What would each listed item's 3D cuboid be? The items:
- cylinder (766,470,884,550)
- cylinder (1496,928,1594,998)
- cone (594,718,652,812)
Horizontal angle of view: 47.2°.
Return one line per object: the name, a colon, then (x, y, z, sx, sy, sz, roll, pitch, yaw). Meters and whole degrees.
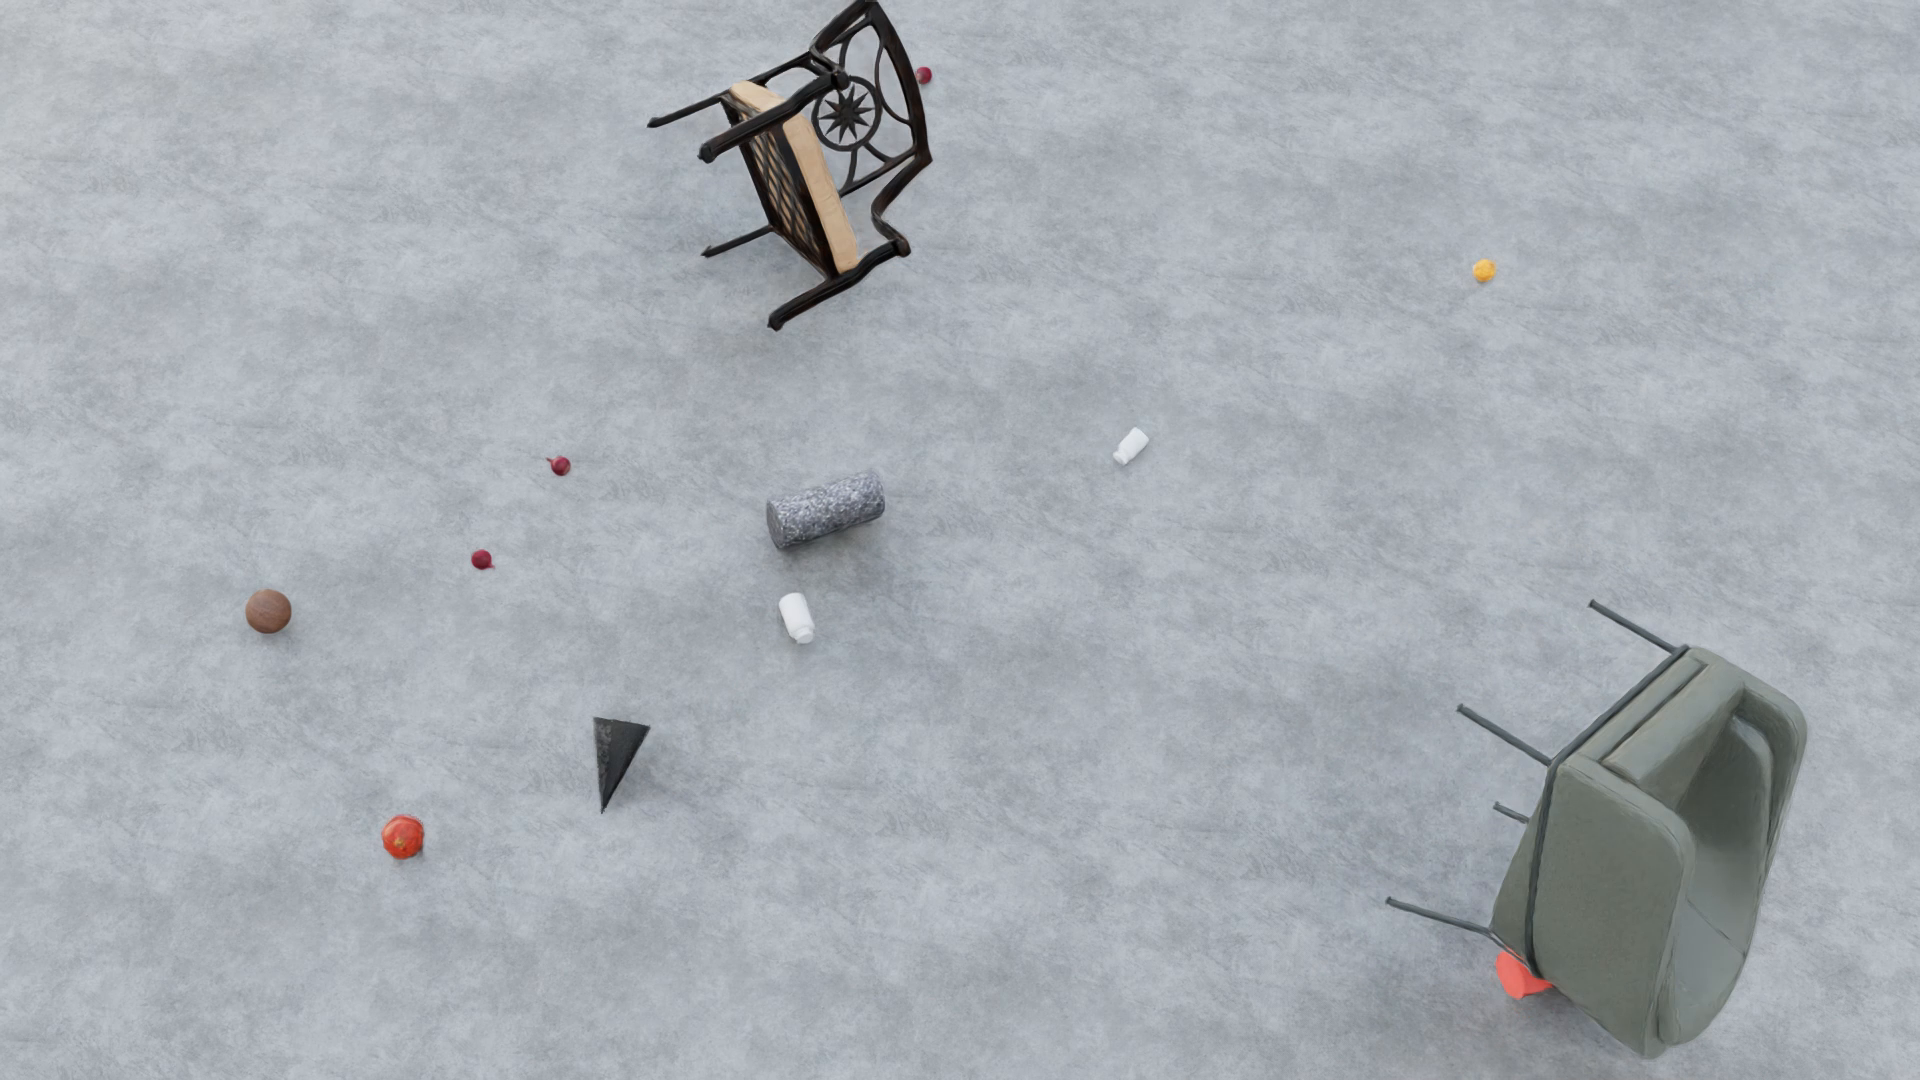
cylinder: (-0.396, -0.088, 6.455, 0.314, 0.319, 0.133, -18, 83, -12)
cylinder: (1.527, 1.105, 5.741, 0.216, 0.123, 0.127, -14, 21, -18)
cone: (-0.963, 0.632, 6.086, 0.115, 0.286, 0.258, 17, 79, -32)
